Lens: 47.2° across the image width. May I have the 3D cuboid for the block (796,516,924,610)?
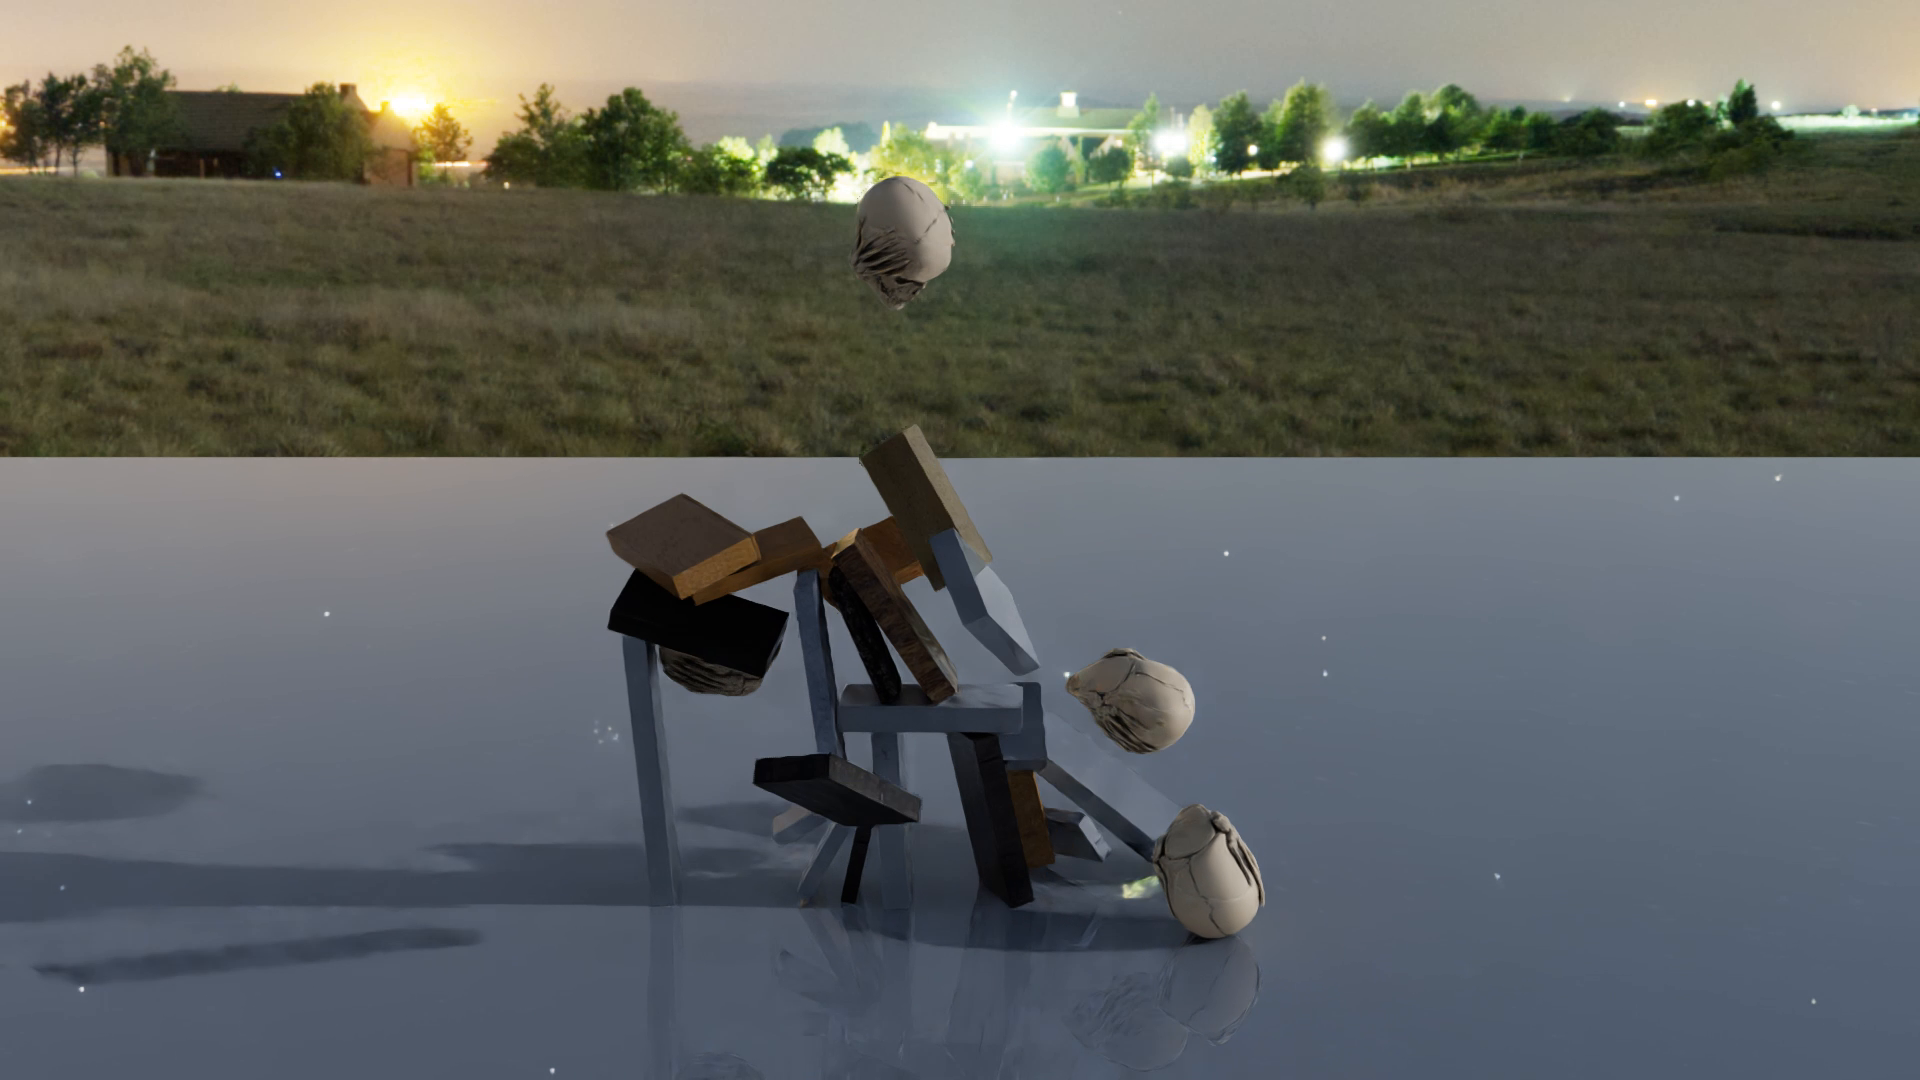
[{"bbox_3d":[-0.153,0.035,4.125,0.279,0.040,0.139,-26,45,-33],"label":"block"}]

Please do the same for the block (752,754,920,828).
[{"bbox_3d":[-0.182,0.378,3.305,0.131,0.037,0.262,-8,-24,28],"label":"block"}]

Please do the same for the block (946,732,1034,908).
[{"bbox_3d":[0.047,0.445,3.632,0.042,0.297,0.149,-17,15,-16],"label":"block"}]

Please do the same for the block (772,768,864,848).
[{"bbox_3d":[-0.227,0.440,3.617,0.175,0.025,0.087,-30,12,1],"label":"block"}]

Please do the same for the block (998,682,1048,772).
[{"bbox_3d":[0.098,0.318,3.758,0.090,0.026,0.180,-3,42,-1],"label":"block"}]

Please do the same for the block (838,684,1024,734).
[{"bbox_3d":[-0.046,0.276,3.608,0.297,0.042,0.148,0,11,3],"label":"block"}]

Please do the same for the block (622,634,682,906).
[{"bbox_3d":[-0.508,0.362,3.629,0.037,0.461,0.131,-5,11,-2],"label":"block"}]

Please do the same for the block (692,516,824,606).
[{"bbox_3d":[-0.340,0.033,3.551,0.220,0.031,0.110,-20,30,-12],"label":"block"}]

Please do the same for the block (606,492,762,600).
[{"bbox_3d":[-0.449,0.007,3.549,0.147,0.042,0.293,-29,26,-20],"label":"block"}]

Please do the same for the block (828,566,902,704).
[{"bbox_3d":[-0.155,0.150,3.586,0.031,0.220,0.110,-23,9,5],"label":"block"}]

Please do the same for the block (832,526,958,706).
[{"bbox_3d":[-0.104,0.123,3.584,0.042,0.293,0.147,-33,8,6],"label":"block"}]

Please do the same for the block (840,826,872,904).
[{"bbox_3d":[-0.165,0.505,3.645,0.025,0.175,0.087,13,11,-1],"label":"block"}]

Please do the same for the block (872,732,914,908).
[{"bbox_3d":[-0.111,0.443,3.643,0.042,0.297,0.149,-3,10,2],"label":"block"}]

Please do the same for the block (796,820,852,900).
[{"bbox_3d":[-0.216,0.507,3.659,0.025,0.175,0.087,29,12,-4],"label":"block"}]

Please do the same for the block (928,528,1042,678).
[{"bbox_3d":[0.043,0.105,3.468,0.042,0.147,0.427,-24,-18,6],"label":"block"}]

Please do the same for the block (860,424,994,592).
[{"bbox_3d":[-0.060,-0.056,3.954,0.040,0.279,0.140,-30,1,-40],"label":"block"}]

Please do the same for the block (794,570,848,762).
[{"bbox_3d":[-0.223,0.236,3.548,0.031,0.359,0.110,-7,14,3],"label":"block"}]

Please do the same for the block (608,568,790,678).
[{"bbox_3d":[-0.420,0.130,3.545,0.262,0.037,0.131,18,36,2],"label":"block"}]

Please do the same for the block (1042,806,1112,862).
[{"bbox_3d":[0.172,0.502,3.780,0.180,0.090,0.026,1,40,52],"label":"block"}]

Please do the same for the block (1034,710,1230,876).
[{"bbox_3d":[0.259,0.442,3.902,0.140,0.040,0.485,-3,27,-40],"label":"block"}]

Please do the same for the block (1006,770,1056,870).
[{"bbox_3d":[0.097,0.471,3.739,0.090,0.180,0.025,-13,6,6],"label":"block"}]
